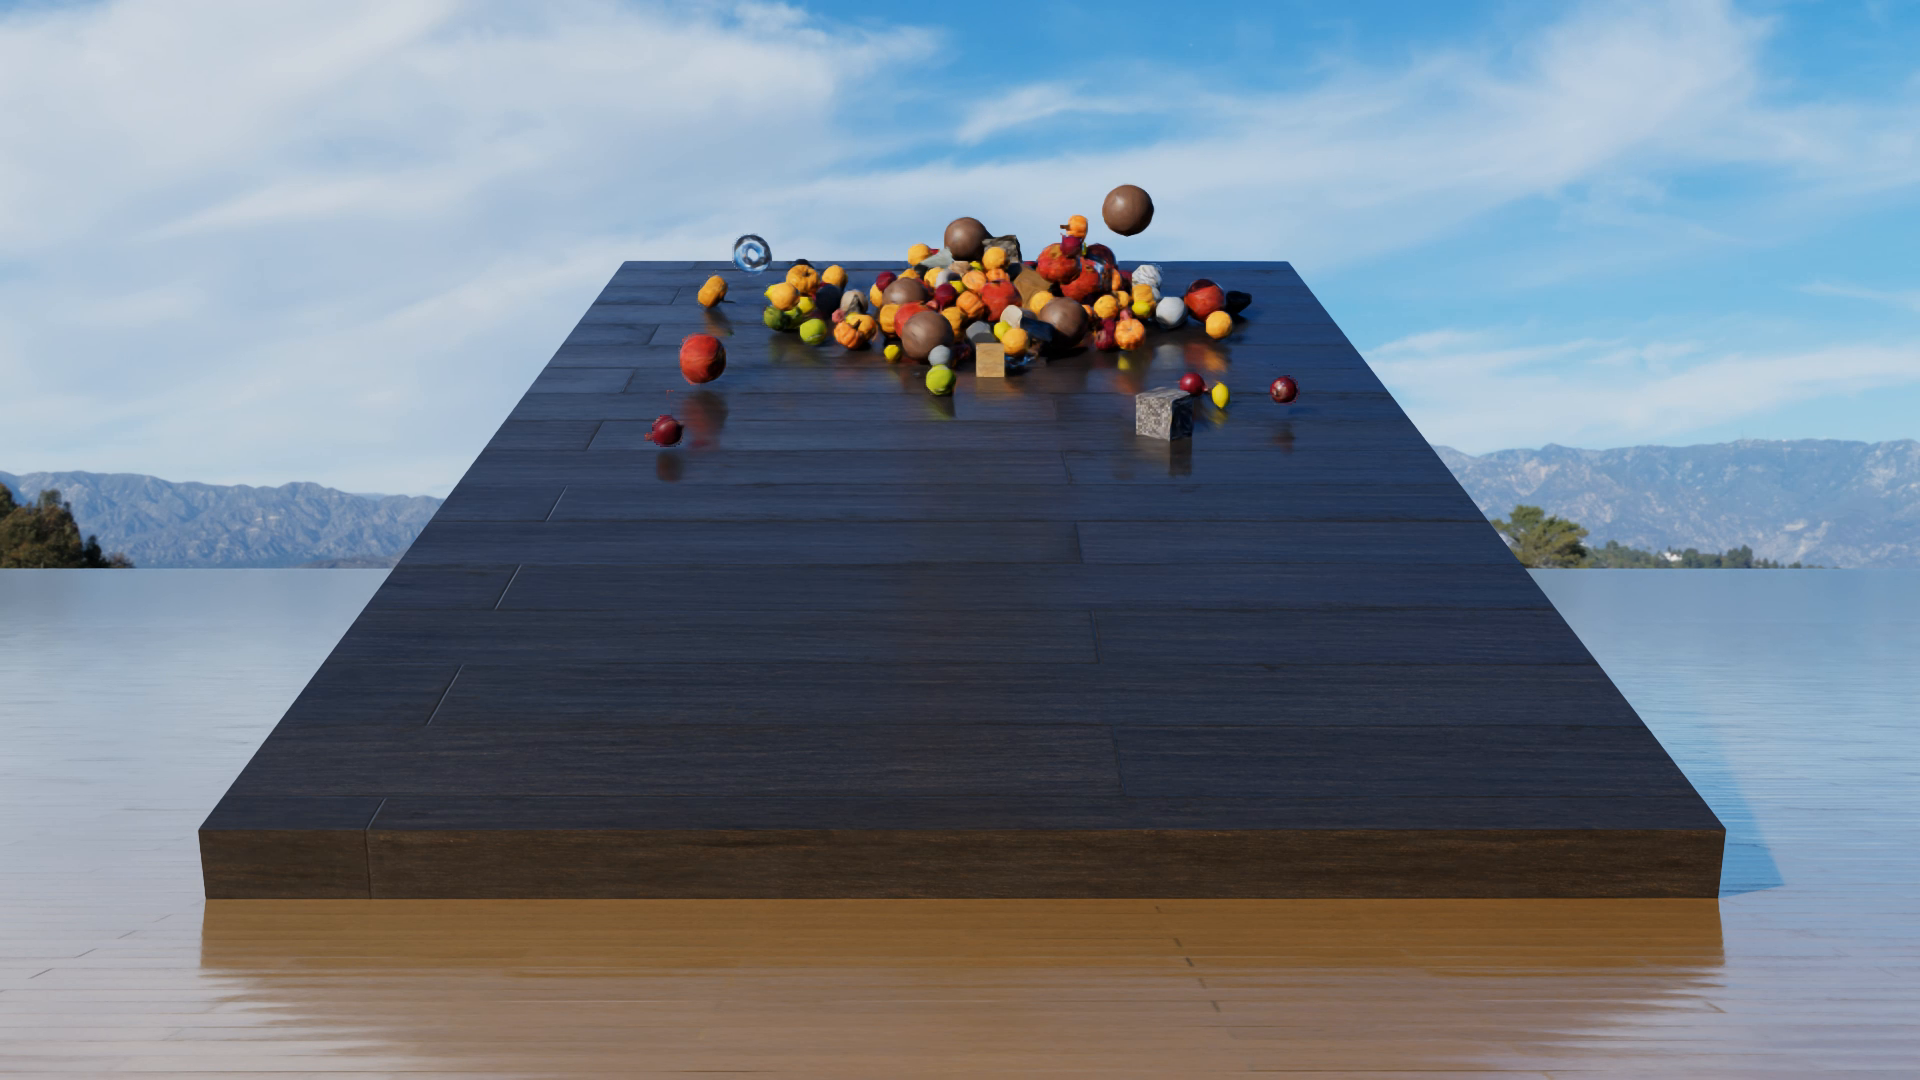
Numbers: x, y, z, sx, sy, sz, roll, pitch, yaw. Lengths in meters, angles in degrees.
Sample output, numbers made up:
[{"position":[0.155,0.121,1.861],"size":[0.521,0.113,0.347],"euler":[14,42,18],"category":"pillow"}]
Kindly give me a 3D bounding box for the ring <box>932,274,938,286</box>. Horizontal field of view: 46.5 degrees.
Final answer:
[{"position":[-0.054,-0.761,6.411],"size":[0.131,0.044,0.131],"euler":[1,18,0],"category":"ring"}]

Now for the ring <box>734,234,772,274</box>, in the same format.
[{"position":[-0.590,-0.812,6.348],"size":[0.118,0.118,0.039],"euler":[0,27,24],"category":"ring"}]

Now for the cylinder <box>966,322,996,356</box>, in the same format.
[{"position":[0.052,-0.496,5.524],"size":[0.069,0.069,0.069],"euler":[0,27,-9],"category":"cylinder"}]

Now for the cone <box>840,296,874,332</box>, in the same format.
[{"position":[-0.270,-0.599,5.827],"size":[0.090,0.090,0.090],"euler":[0,18,0],"category":"cone"}]

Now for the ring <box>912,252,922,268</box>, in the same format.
[{"position":[-0.125,-0.790,6.435],"size":[0.026,0.078,0.078],"euler":[10,-1,0],"category":"ring"}]

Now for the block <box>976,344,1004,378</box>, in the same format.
[{"position":[0.074,-0.428,5.334],"size":[0.067,0.067,0.067],"euler":[0,18,1],"category":"block"}]

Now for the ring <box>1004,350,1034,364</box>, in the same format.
[{"position":[0.143,-0.448,5.463],"size":[0.080,0.027,0.080],"euler":[0,17,0],"category":"ring"}]

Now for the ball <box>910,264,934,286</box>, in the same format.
[{"position":[-0.107,-0.748,6.328],"size":[0.070,0.070,0.070],"euler":[0,-1,0],"category":"ball"}]

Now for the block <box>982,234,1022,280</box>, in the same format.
[{"position":[0.122,-0.793,6.268],"size":[0.092,0.092,0.092],"euler":[-10,-12,9],"category":"block"}]

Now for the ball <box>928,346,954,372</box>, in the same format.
[{"position":[-0.044,-0.437,5.367],"size":[0.062,0.062,0.062],"euler":[0,-1,0],"category":"ball"}]

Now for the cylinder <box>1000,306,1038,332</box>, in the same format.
[{"position":[0.148,-0.551,5.607],"size":[0.068,0.068,0.068],"euler":[0,-4,37],"category":"cylinder"}]

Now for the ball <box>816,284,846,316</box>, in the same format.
[{"position":[-0.345,-0.644,5.977],"size":[0.083,0.083,0.083],"euler":[0,-1,0],"category":"ball"}]

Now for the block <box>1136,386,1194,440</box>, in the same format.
[{"position":[0.442,-0.273,4.814],"size":[0.088,0.088,0.088],"euler":[13,22,36],"category":"block"}]

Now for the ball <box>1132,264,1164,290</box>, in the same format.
[{"position":[0.523,-0.726,6.231],"size":[0.088,0.088,0.088],"euler":[0,-1,0],"category":"ball"}]

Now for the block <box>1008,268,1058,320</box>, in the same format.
[{"position":[0.192,-0.647,5.916],"size":[0.096,0.096,0.096],"euler":[20,29,11],"category":"block"}]

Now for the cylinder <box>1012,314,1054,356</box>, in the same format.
[{"position":[0.179,-0.503,5.498],"size":[0.085,0.085,0.085],"euler":[15,-3,-7],"category":"cylinder"}]

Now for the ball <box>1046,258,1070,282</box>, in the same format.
[{"position":[0.283,-0.774,6.408],"size":[0.070,0.070,0.070],"euler":[0,-1,0],"category":"ball"}]

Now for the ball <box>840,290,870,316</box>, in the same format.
[{"position":[-0.280,-0.627,5.933],"size":[0.078,0.078,0.078],"euler":[0,-1,0],"category":"ball"}]

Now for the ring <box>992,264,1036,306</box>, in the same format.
[{"position":[0.153,-0.693,6.091],"size":[0.137,0.137,0.046],"euler":[0,-24,8],"category":"ring"}]

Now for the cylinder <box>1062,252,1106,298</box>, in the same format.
[{"position":[0.344,-0.737,6.191],"size":[0.096,0.096,0.096],"euler":[18,-9,3],"category":"cylinder"}]

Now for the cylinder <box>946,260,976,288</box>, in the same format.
[{"position":[-0.006,-0.712,6.093],"size":[0.082,0.082,0.082],"euler":[0,24,18],"category":"cylinder"}]

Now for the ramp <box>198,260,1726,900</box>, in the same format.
[{"position":[-0.003,-0.183,4.842],"size":[2.000,0.100,4.000],"euler":[0,18,0],"category":"ramp"}]

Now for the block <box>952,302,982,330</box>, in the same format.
[{"position":[0.019,-0.584,5.824],"size":[0.054,0.054,0.054],"euler":[12,34,33],"category":"block"}]

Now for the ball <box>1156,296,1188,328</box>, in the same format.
[{"position":[0.551,-0.593,5.820],"size":[0.085,0.085,0.085],"euler":[0,-1,0],"category":"ball"}]

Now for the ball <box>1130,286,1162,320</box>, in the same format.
[{"position":[0.495,-0.632,5.934],"size":[0.090,0.090,0.090],"euler":[0,-1,0],"category":"ball"}]

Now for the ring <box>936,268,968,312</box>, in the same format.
[{"position":[-0.022,-0.656,5.861],"size":[0.037,0.112,0.112],"euler":[1,0,41],"category":"ring"}]
